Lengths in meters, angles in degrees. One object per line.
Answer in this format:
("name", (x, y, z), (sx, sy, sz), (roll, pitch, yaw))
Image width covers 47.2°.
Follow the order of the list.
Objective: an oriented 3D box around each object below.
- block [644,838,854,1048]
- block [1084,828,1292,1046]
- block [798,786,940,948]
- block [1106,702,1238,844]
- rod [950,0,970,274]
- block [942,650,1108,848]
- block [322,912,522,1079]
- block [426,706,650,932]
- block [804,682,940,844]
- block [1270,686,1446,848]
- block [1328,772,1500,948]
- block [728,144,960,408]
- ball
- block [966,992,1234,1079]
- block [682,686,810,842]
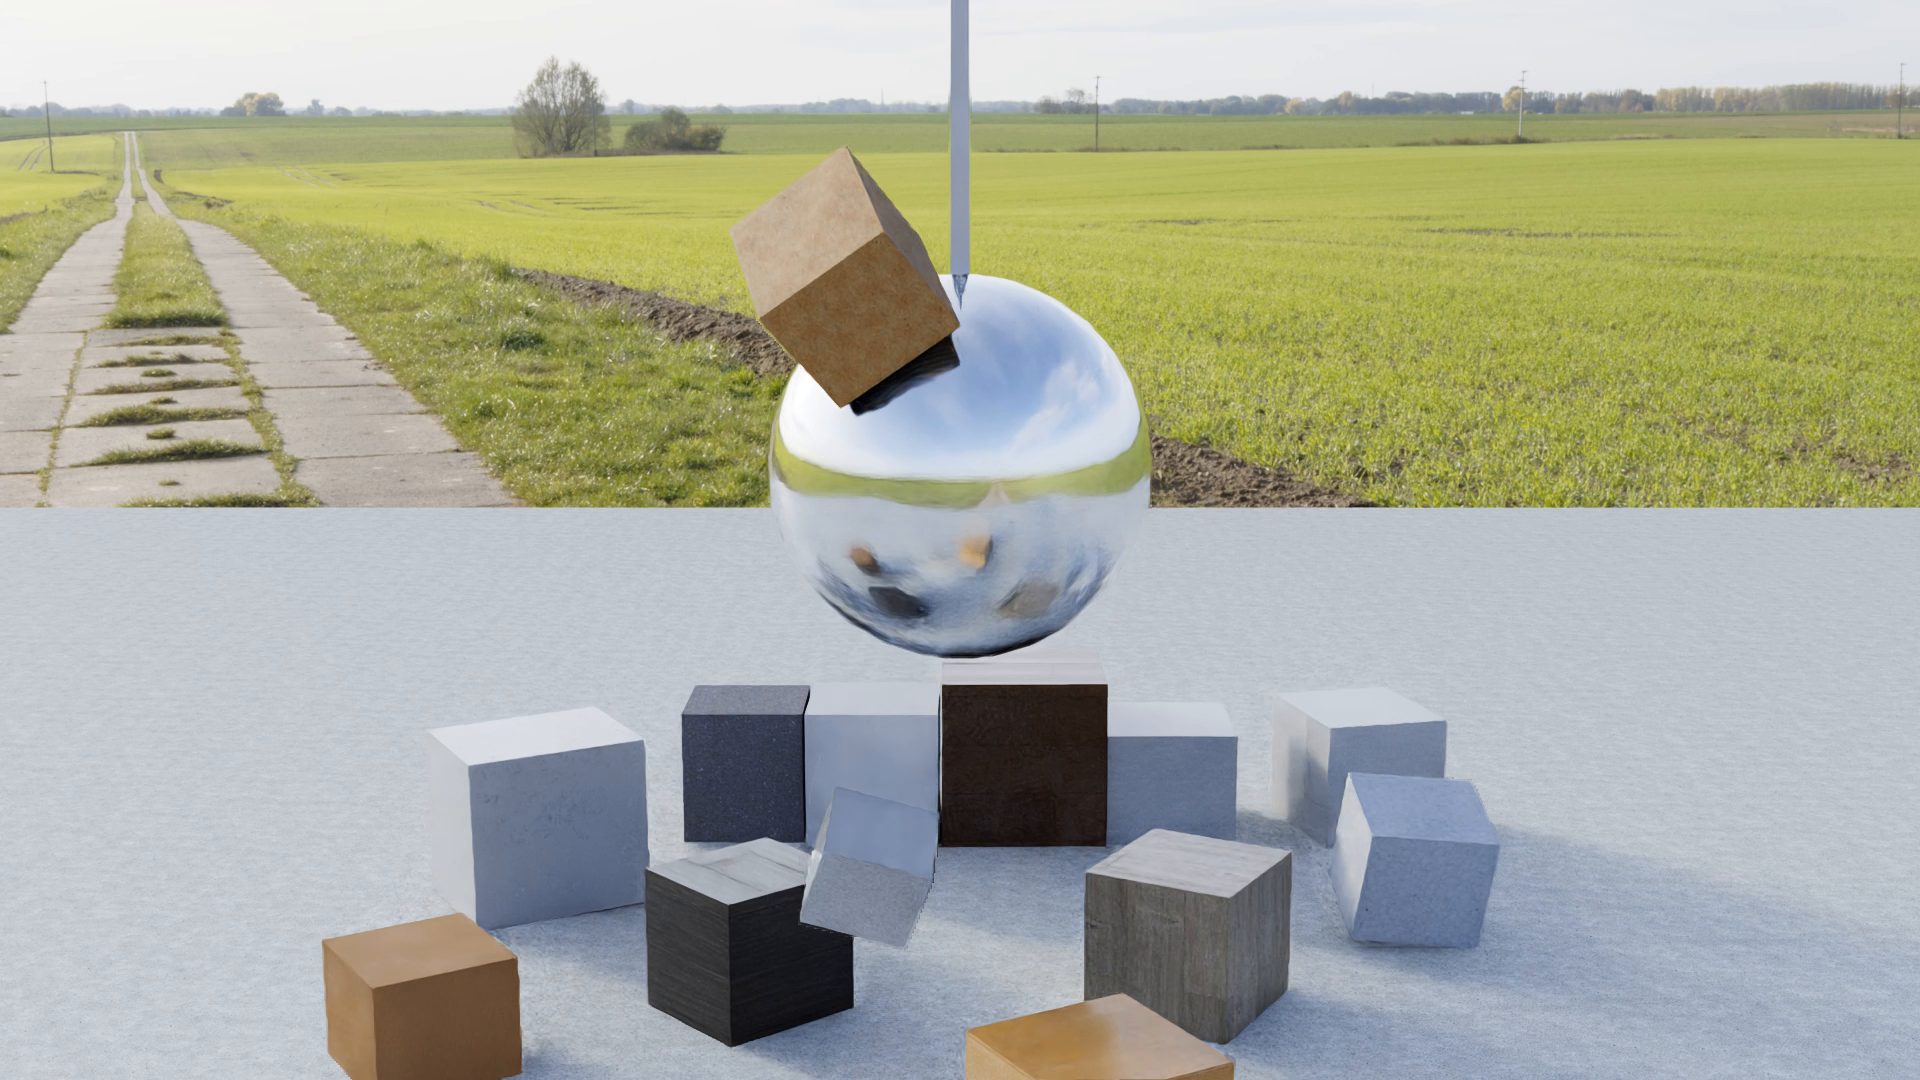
("block", (-0.859, 1.626, 8.980), (0.614, 0.587, 0.585), (-9, 14, -40))
("block", (0.938, 1.609, 9.021), (0.626, 0.607, 0.658), (6, 12, 29))
("block", (-0.327, 1.184, 7.961), (0.394, 0.375, 0.334), (15, 36, -6))
("block", (1.064, 1.199, 11.388), (0.651, 0.565, 0.682), (0, 10, 0))
("rod", (0.000, -3.667, 9.660), (0.080, 5.200, 0.080), (0, -9, 0))
("block", (0.318, 1.062, 11.369), (0.827, 0.842, 0.764), (0, 10, -1))
("block", (-2.062, 1.787, 8.427), (0.560, 0.467, 0.590), (-7, 12, -32))
("block", (-1.972, 1.286, 10.285), (0.825, 0.779, 0.683), (-6, 12, -28))
("block", (-0.440, 1.147, 11.375), (0.666, 0.674, 0.663), (0, 10, 1))
("block", (2.055, 1.167, 11.400), (0.637, 0.623, 0.717), (-3, 11, -14))
("block", (2.013, 1.422, 9.800), (0.563, 0.533, 0.543), (5, 24, -4))
("block", (-0.451, -1.016, 8.472), (0.567, 0.549, 0.651), (-34, 41, 10))
("ball", (0.000, -0.304, 9.156), (1.600, 1.600, 1.600), (0, 10, 0))
("block", (0.438, 1.932, 7.083), (0.618, 0.651, 0.615), (-6, 13, -30))
("block", (-1.094, 1.149, 11.380), (0.607, 0.667, 0.595), (0, 10, 0))
